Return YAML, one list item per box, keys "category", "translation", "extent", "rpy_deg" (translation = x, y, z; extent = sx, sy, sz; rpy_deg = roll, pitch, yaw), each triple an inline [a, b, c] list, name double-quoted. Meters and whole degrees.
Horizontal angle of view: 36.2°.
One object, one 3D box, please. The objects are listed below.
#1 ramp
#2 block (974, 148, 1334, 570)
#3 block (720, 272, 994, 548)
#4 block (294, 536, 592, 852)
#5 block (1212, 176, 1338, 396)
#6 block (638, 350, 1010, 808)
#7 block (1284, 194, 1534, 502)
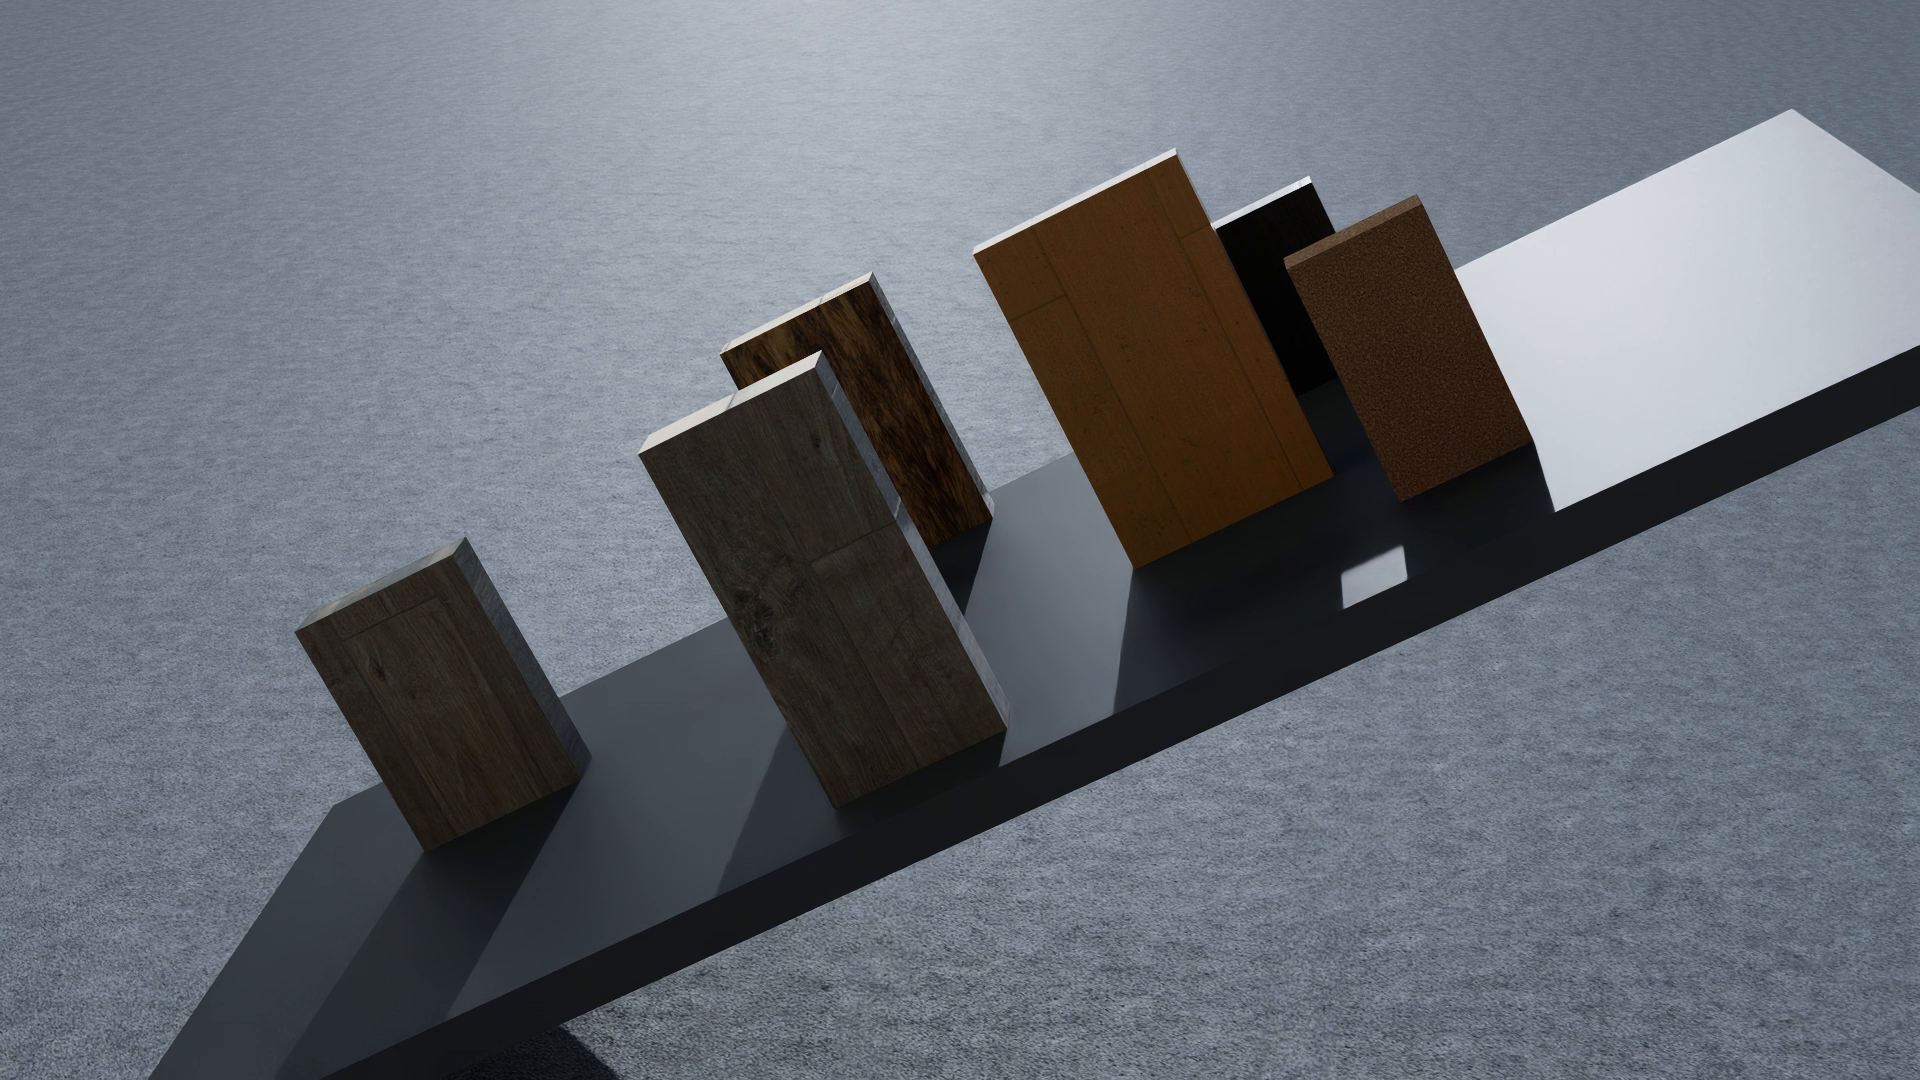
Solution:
- category: "ramp"
  translation: [0.139, 0.168, 6.281]
  extent: [4.000, 0.100, 2.000]
  rpy_deg: [-25, 14, 10]
- category: "block"
  translation: [0.394, -0.361, 5.949]
  extent: [0.449, 0.733, 0.081]
  rpy_deg: [-25, 14, 10]
- category: "block"
  translation: [-0.241, -0.260, 7.004]
  extent: [0.397, 0.641, 0.111]
  rpy_deg: [-25, 14, 10]
- category: "block"
  translation: [-1.166, 0.352, 6.664]
  extent: [0.411, 0.589, 0.141]
  rpy_deg: [-25, 14, 10]
- category: "block"
  translation: [0.696, -0.535, 6.648]
  extent: [0.410, 0.429, 0.083]
  rpy_deg: [-25, 14, 10]
- category: "block"
  translation: [-0.247, 0.078, 5.496]
  extent: [0.366, 0.773, 0.138]
  rpy_deg: [-25, 14, 10]
- category: "block"
  translation: [0.847, -0.361, 5.559]
  extent: [0.276, 0.504, 0.105]
  rpy_deg: [-25, 14, 10]
